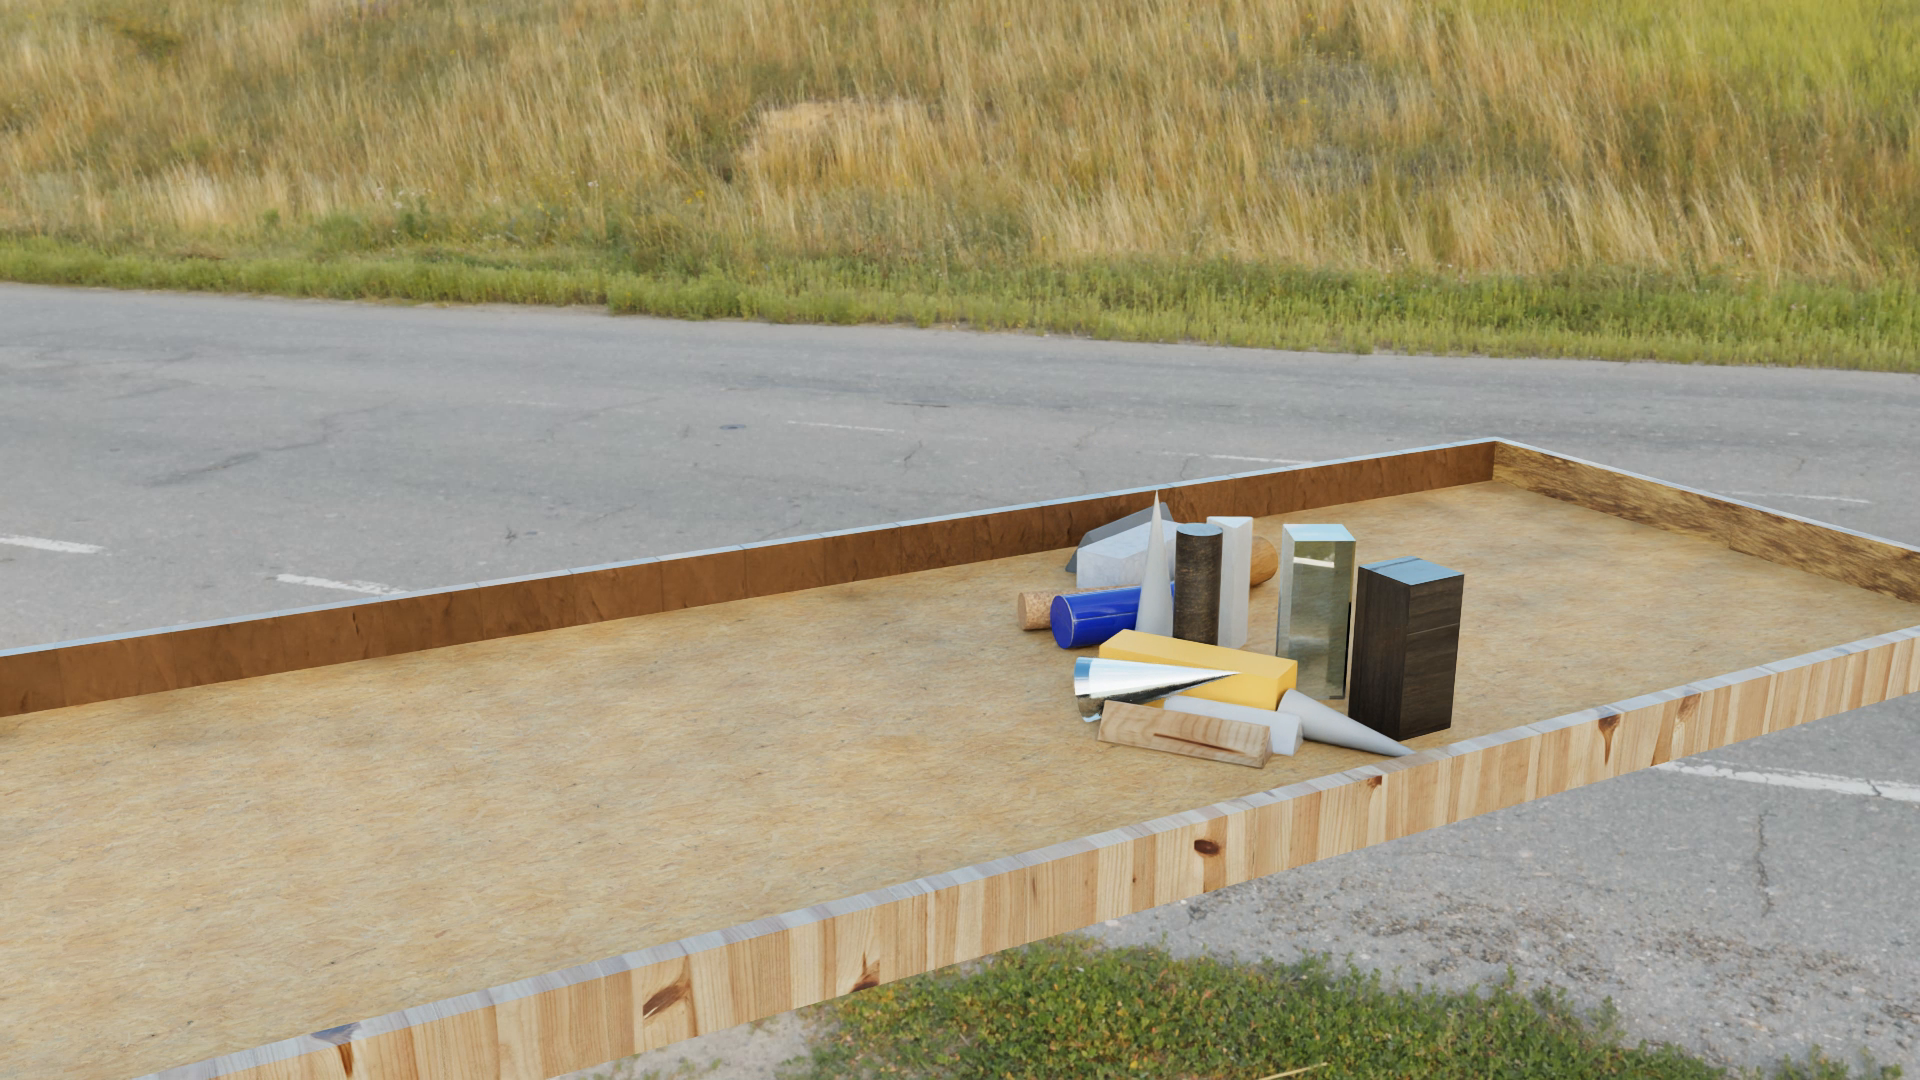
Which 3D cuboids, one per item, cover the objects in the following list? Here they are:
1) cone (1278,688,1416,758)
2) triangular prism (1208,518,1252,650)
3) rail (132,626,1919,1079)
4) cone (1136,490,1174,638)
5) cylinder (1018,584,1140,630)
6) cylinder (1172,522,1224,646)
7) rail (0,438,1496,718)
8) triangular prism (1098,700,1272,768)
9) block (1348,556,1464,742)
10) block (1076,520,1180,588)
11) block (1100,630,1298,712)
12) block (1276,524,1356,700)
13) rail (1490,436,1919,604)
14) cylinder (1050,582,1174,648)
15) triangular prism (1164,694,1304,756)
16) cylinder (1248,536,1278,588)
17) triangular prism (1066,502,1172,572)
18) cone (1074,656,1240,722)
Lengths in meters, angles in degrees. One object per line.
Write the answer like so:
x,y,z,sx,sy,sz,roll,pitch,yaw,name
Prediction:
0.914,0.449,3.731,0.387,0.109,0.109,18,23,27,cone
0.692,0.114,4.350,0.102,0.348,0.118,10,19,30,triangular prism
-2.336,1.006,1.665,12.000,0.150,0.050,-9,18,-27,rail
0.509,0.080,4.279,0.128,0.449,0.128,-2,17,1,cone
0.334,0.185,4.544,0.336,0.103,0.103,-4,17,-12,cylinder
0.586,0.165,4.084,0.114,0.399,0.114,0,16,0,cylinder
-3.305,0.497,3.399,12.000,0.150,0.050,-9,18,-27,rail
0.510,0.430,3.735,0.383,0.083,0.096,7,17,23,triangular prism
1.034,0.250,3.835,0.167,0.378,0.167,-9,19,-29,block
0.529,0.067,4.856,0.152,0.152,0.420,13,21,38,block
0.567,0.337,3.961,0.449,0.139,0.139,9,19,29,block
0.867,0.176,4.040,0.145,0.404,0.145,0,16,0,block
2.466,-0.048,5.253,0.050,0.150,2.100,-9,18,-27,rail
0.475,0.195,4.441,0.445,0.142,0.142,-6,17,-20,cylinder
0.624,0.415,3.792,0.316,0.080,0.093,8,18,25,triangular prism
0.778,0.090,4.798,0.141,0.141,0.324,14,22,40,cylinder
0.518,-0.009,5.137,0.153,0.132,0.449,12,20,36,triangular prism
0.468,0.327,3.825,0.374,0.156,0.156,-8,13,19,cone
